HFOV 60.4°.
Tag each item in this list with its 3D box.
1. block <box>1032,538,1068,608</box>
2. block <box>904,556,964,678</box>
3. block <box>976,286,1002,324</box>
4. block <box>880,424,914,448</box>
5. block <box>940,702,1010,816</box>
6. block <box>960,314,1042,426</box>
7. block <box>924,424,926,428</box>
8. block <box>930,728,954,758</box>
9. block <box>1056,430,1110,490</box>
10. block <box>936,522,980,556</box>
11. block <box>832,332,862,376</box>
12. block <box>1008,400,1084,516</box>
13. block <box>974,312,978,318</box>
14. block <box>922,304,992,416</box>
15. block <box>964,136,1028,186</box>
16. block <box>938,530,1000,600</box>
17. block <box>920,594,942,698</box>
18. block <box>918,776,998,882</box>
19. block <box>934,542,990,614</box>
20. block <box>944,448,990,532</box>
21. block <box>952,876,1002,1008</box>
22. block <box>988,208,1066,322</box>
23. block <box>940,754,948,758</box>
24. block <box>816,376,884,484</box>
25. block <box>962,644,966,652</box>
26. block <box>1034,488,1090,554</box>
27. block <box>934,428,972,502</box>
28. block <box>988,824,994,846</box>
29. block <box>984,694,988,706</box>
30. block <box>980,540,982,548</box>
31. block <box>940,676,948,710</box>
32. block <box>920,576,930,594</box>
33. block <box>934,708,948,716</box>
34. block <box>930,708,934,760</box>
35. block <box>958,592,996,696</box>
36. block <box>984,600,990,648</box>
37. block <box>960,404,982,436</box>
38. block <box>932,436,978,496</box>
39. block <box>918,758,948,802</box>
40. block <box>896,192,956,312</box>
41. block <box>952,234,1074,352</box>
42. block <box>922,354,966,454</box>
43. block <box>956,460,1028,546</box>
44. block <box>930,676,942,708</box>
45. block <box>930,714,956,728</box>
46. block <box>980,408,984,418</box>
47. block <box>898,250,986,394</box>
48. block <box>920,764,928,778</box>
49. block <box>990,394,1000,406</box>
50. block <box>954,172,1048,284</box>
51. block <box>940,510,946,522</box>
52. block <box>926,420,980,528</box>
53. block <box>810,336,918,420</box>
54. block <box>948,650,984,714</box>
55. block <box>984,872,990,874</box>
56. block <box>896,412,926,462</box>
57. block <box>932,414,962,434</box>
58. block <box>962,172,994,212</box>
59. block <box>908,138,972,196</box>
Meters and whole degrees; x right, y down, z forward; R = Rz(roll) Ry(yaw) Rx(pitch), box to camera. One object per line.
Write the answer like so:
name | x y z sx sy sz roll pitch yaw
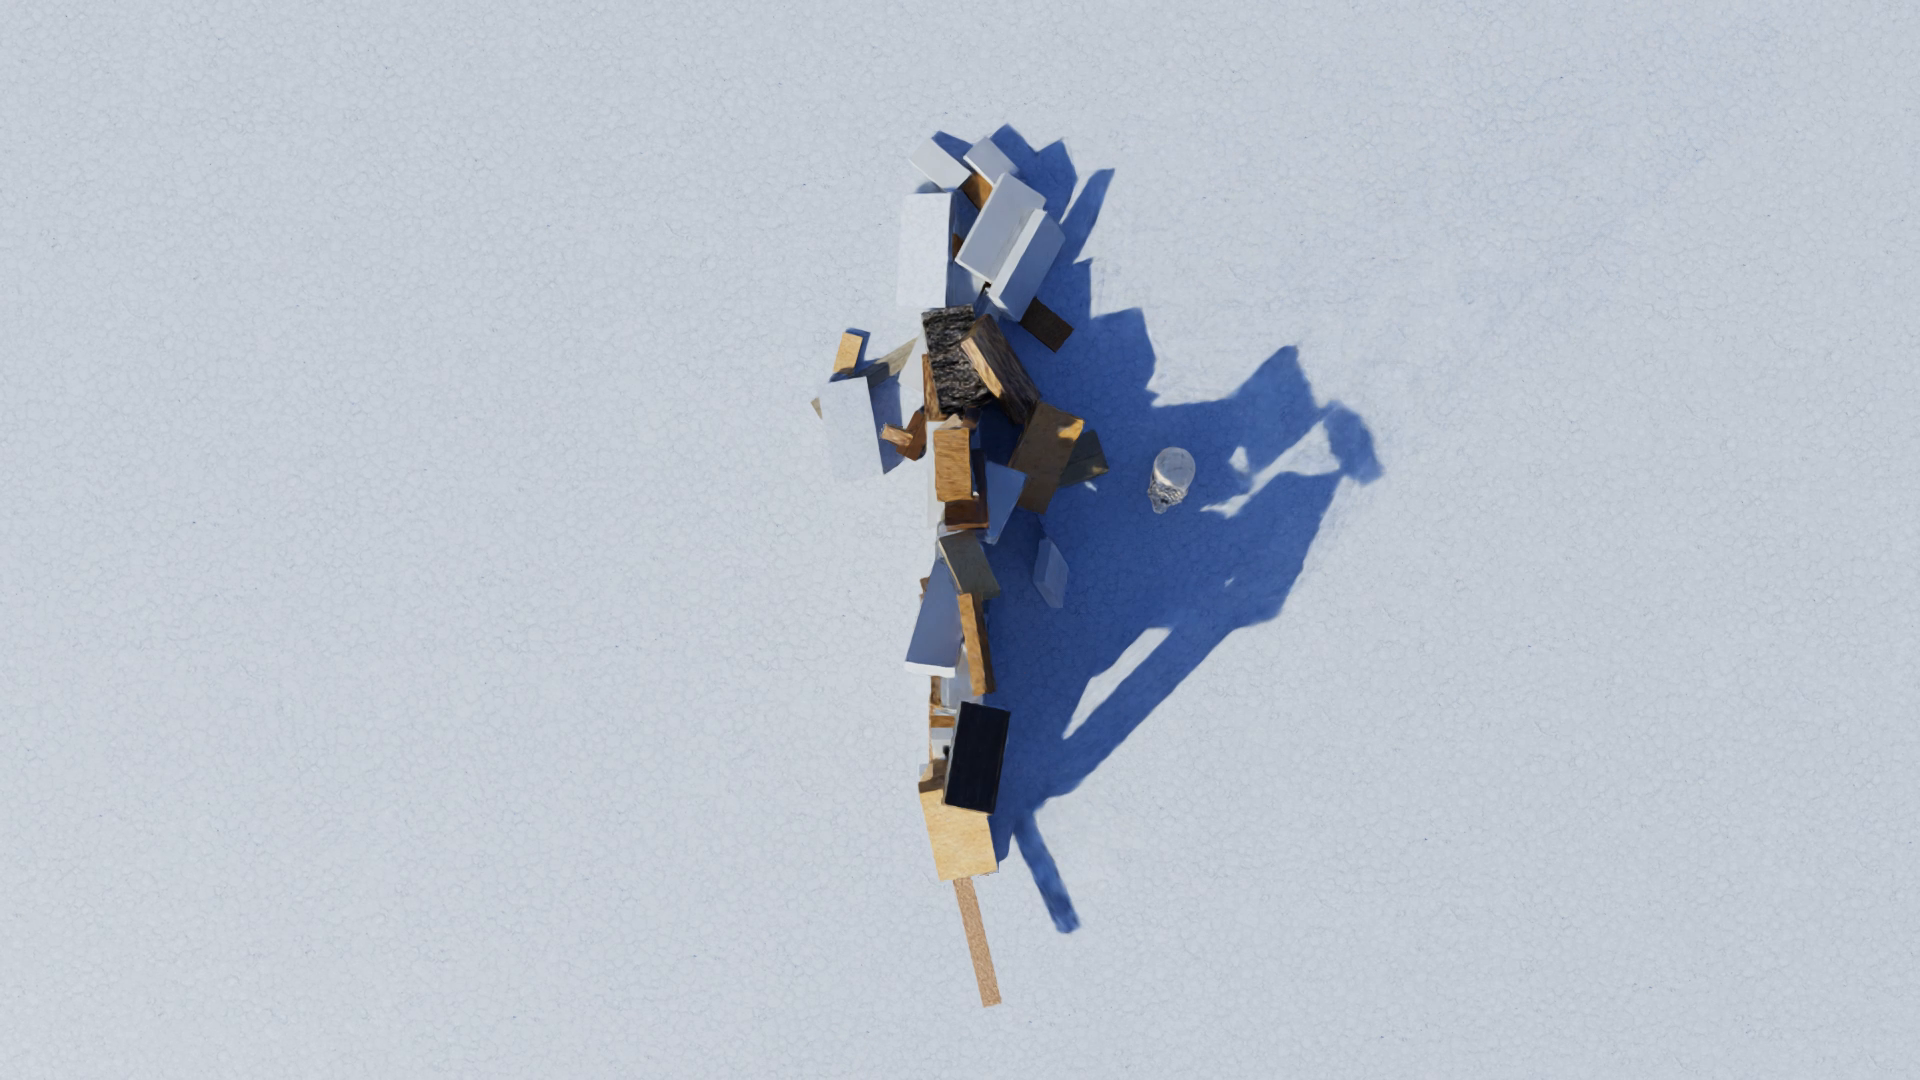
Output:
block | 0.295 0.110 5.345 0.040 0.284 0.142 6 73 17
block | -0.045 0.225 4.948 0.147 0.454 0.042 7 133 8
block | 0.097 -0.756 5.453 0.073 0.021 0.147 18 83 0
block | -0.204 -0.340 5.375 0.096 0.014 0.048 19 118 -16
block | 0.045 0.616 4.662 0.147 0.042 0.294 14 74 -13
block | 0.135 -0.553 5.364 0.048 0.168 0.336 -19 115 36
block | -0.037 -0.479 5.451 0.076 0.021 0.262 20 79 5
block | -0.020 0.623 5.052 0.126 0.253 0.036 0 70 2
block | 0.335 -0.250 5.450 0.283 0.040 0.142 -19 80 1
block | -0.007 0.121 5.162 0.142 0.040 0.363 1 68 1
block | -0.374 -0.618 5.491 0.067 0.019 0.133 16 90 0
block | 0.259 -0.267 5.360 0.168 0.048 0.336 21 100 -15
block | 0.046 -0.686 5.490 0.073 0.021 0.147 11 90 0
block | -0.012 -0.589 5.370 0.169 0.048 0.338 -11 78 -2
block | 0.118 -1.231 5.453 0.196 0.028 0.098 44 78 -2
block | 0.028 0.081 5.047 0.110 0.278 0.031 -14 134 -12
block | -0.032 0.312 5.043 0.134 0.038 0.326 -10 68 -3
block | -0.005 0.834 4.793 0.175 0.049 0.349 -11 122 0
block | 0.005 0.123 5.361 0.130 0.037 0.260 -12 88 -1
block | 0.017 -0.159 5.198 0.134 0.038 0.268 -4 62 1
block | 0.042 1.246 5.348 0.061 0.017 0.528 -14 84 -1
block | 0.220 -0.897 5.397 0.047 0.166 0.331 24 81 33
block | -0.029 0.684 5.110 0.061 0.122 0.017 -17 71 -3
block | -0.363 -0.364 5.464 0.166 0.047 0.331 -10 94 -1
block | -0.009 0.246 4.994 0.105 0.030 0.210 -5 48 -3
block | 0.321 -0.083 5.483 0.121 0.034 0.242 -26 90 0
block | -0.021 -0.233 5.123 0.110 0.031 0.220 -4 82 9
block | 0.014 0.948 5.100 0.175 0.499 0.049 -11 70 -1
block | 0.004 0.487 5.334 0.176 0.050 0.352 -1 88 0
block | 0.004 -0.066 5.441 0.130 0.037 0.260 -1 72 0
block | -0.008 0.373 4.981 0.105 0.030 0.275 -2 68 -2
block | -0.017 0.248 5.201 0.147 0.042 0.304 -15 68 -5
block | -0.009 0.412 5.178 0.147 0.042 0.294 -2 66 0
block | -0.025 0.625 5.205 0.142 0.040 0.284 0 91 2
block | 0.050 0.306 4.839 0.042 0.147 0.294 -10 84 10
block | 0.009 0.273 5.430 0.176 0.050 0.352 0 75 0
block | 0.034 -0.380 5.235 0.048 0.014 0.096 8 120 -14
block | -0.017 -0.233 5.194 0.110 0.031 0.220 -11 63 0
block | -0.018 0.713 4.896 0.175 0.349 0.049 0 69 -8
block | -0.112 -0.947 5.436 0.168 0.048 0.383 1 85 18
block | 0.133 -0.834 5.486 0.553 0.028 0.098 39 90 0
block | -0.031 -0.435 5.387 0.169 0.048 0.357 -3 78 0
block | 0.101 -0.119 5.229 0.134 0.038 0.268 20 60 12
block | -0.009 0.377 5.103 0.147 0.042 0.294 3 68 2
block | -0.017 0.586 5.058 0.126 0.253 0.036 -1 69 3
block | 0.036 -0.429 5.440 0.076 0.021 0.151 14 78 3
block | -0.051 -0.714 5.459 0.121 0.034 0.474 25 93 -4
block | -0.049 0.723 5.061 0.126 0.253 0.036 -4 73 3
block | 0.169 -0.503 5.491 0.067 0.019 0.133 44 90 0
block | 0.134 -1.017 5.409 0.166 0.047 0.331 29 85 -18
block | -0.005 -0.011 5.260 0.089 0.025 0.177 -10 89 1
block | -0.021 -0.213 5.311 0.169 0.048 0.338 0 98 -1
block | -0.303 -0.539 5.490 0.417 0.019 0.067 -32 92 0
block | 0.014 0.412 4.933 0.105 0.030 0.210 0 68 -3
block | 0.019 0.967 5.451 0.140 0.040 0.280 -4 102 1
block | -0.148 -0.345 5.489 0.076 0.021 0.151 26 90 0
block | -0.037 -0.355 5.260 0.096 0.014 0.048 -39 96 5
block | 0.120 -1.121 5.483 0.121 0.034 0.242 -38 90 0
block | -0.066 -1.235 5.468 0.196 0.028 0.098 42 90 11
